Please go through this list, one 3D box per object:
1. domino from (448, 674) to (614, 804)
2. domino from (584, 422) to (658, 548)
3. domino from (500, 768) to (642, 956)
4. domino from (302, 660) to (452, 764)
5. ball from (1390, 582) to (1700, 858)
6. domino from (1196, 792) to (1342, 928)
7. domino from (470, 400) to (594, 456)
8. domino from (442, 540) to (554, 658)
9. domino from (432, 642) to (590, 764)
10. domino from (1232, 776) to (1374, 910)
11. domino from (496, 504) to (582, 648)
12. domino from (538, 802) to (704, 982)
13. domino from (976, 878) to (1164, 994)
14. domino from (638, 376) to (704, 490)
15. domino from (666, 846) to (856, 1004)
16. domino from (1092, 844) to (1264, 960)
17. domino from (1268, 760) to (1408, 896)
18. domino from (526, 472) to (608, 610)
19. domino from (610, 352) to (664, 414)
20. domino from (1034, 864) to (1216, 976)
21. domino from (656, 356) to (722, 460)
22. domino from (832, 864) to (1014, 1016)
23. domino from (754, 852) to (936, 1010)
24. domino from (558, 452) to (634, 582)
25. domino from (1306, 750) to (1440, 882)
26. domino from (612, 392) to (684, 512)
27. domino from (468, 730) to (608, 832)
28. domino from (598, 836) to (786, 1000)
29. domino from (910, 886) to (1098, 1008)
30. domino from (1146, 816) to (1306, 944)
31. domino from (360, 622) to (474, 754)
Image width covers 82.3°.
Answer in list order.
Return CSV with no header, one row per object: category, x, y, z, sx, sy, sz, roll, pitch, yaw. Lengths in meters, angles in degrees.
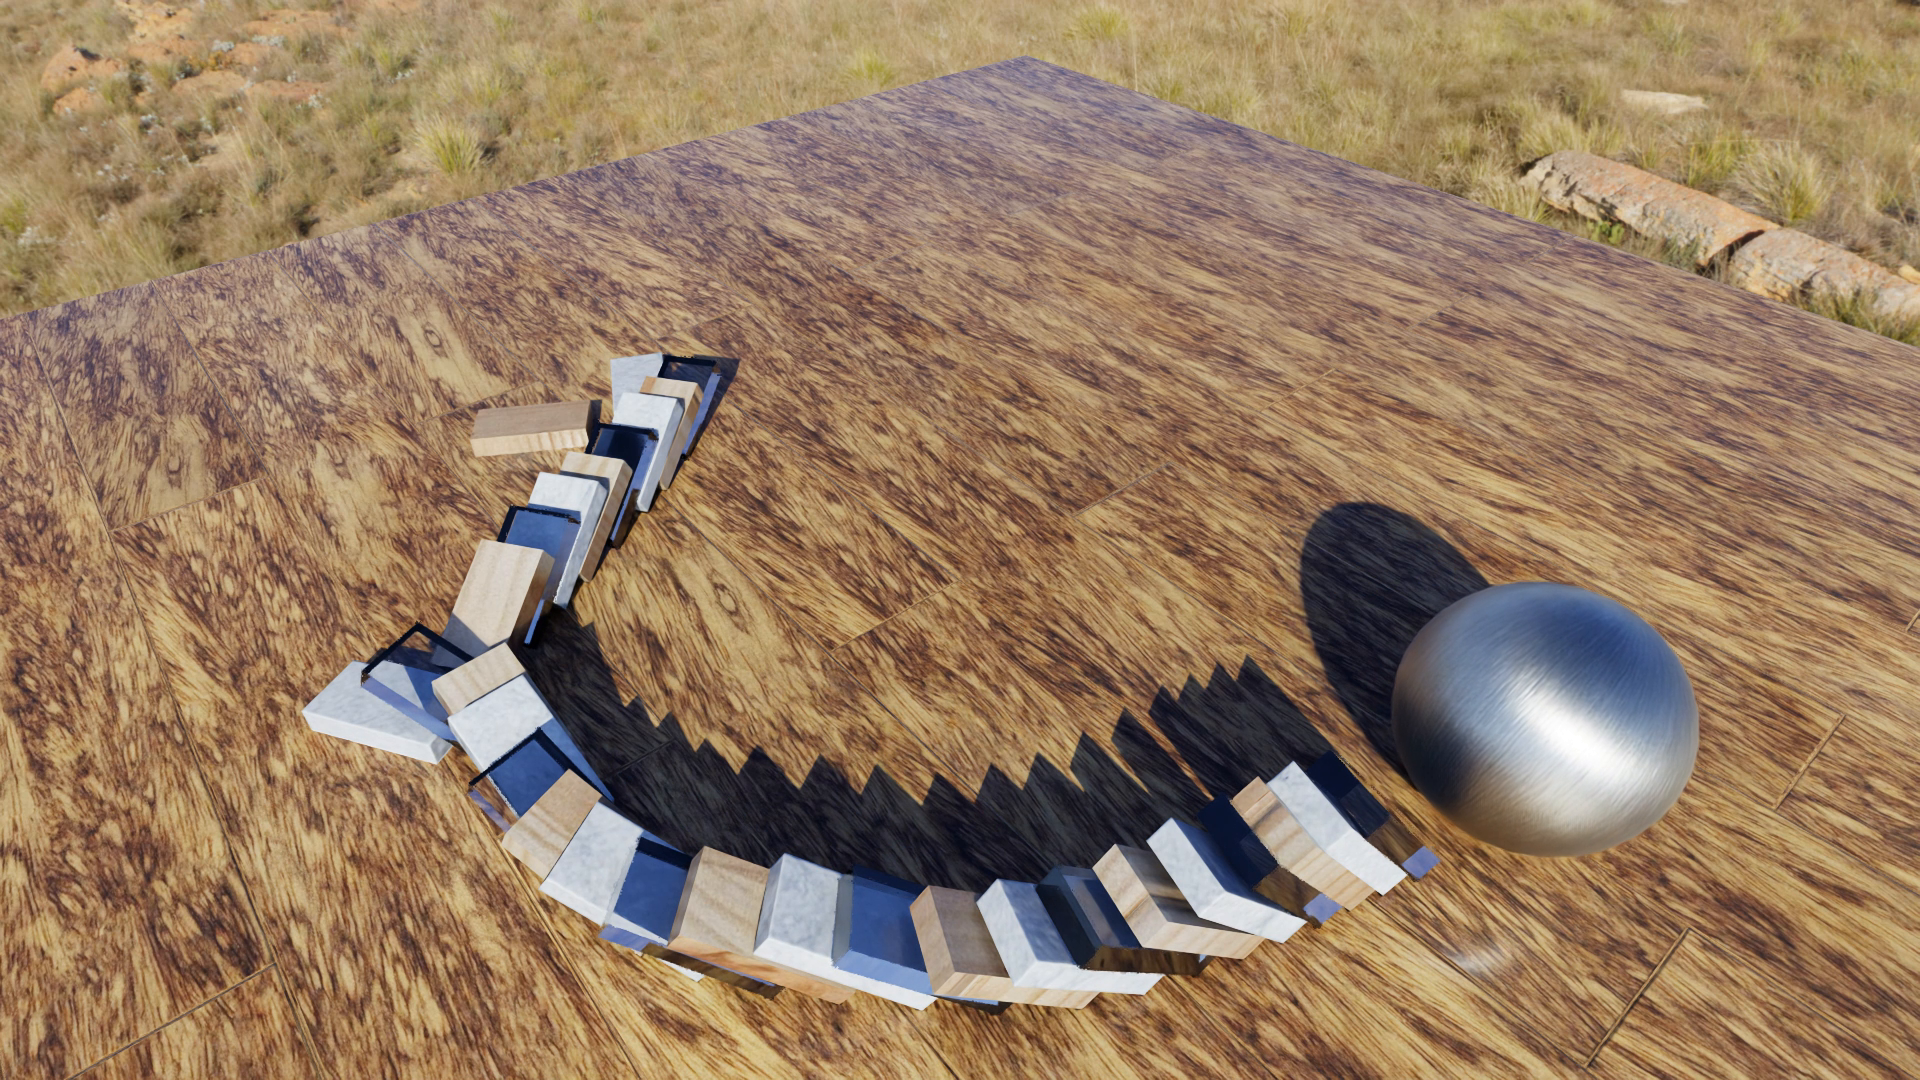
domino,-0.133,0.069,0.340,0.025,0.010,0.050,-33,77,-33
domino,-0.145,-0.023,0.454,0.025,0.010,0.050,9,68,11
domino,-0.101,0.091,0.313,0.050,0.010,0.025,39,46,-1
domino,-0.192,0.058,0.373,0.050,0.010,0.025,11,41,13
ball,0.170,0.052,0.324,0.080,0.080,0.080,0,39,0
domino,0.087,0.090,0.306,0.010,0.050,0.025,-44,45,8
domino,-0.196,-0.052,0.507,0.050,0.009,0.025,-6,40,-8
domino,-0.167,0.026,0.393,0.025,0.009,0.050,9,69,11
domino,-0.144,0.060,0.353,0.025,0.010,0.050,-32,75,-33
domino,0.097,0.086,0.310,0.009,0.050,0.025,-44,45,8
domino,-0.162,0.013,0.409,0.025,0.009,0.050,9,70,11
domino,-0.086,0.097,0.304,0.050,0.010,0.025,35,45,-10
domino,0.030,0.106,0.292,0.050,0.010,0.025,21,25,-37
domino,-0.134,-0.048,0.486,0.025,0.010,0.050,9,65,11
domino,-0.050,0.104,0.296,0.050,0.009,0.025,26,42,-18
domino,0.060,0.099,0.299,0.050,0.010,0.025,25,20,-42
domino,0.108,0.083,0.314,0.009,0.050,0.025,-44,44,8
domino,-0.157,0.000,0.423,0.025,0.009,0.050,9,70,11
domino,-0.155,-0.073,0.533,0.025,0.010,0.050,-10,40,-12
domino,0.045,0.103,0.295,0.050,0.009,0.025,21,23,-39
domino,-0.130,-0.061,0.505,0.025,0.010,0.050,8,60,9
domino,-0.009,0.107,0.294,0.050,0.010,0.025,24,35,-20
domino,-0.029,0.105,0.295,0.050,0.009,0.025,26,37,-18
domino,-0.152,-0.010,0.438,0.025,0.009,0.050,9,67,11
domino,0.120,0.080,0.318,0.009,0.050,0.025,-44,45,8
domino,-0.139,-0.038,0.470,0.025,0.010,0.050,9,68,11
domino,-0.118,0.083,0.325,0.050,0.010,0.025,43,51,7
domino,-0.069,0.102,0.297,0.050,0.009,0.025,27,42,-16
domino,0.012,0.108,0.290,0.050,0.009,0.025,21,28,-33
domino,0.074,0.094,0.302,0.010,0.050,0.025,-47,44,12
domino,-0.168,0.051,0.364,0.050,0.009,0.025,33,42,-1
